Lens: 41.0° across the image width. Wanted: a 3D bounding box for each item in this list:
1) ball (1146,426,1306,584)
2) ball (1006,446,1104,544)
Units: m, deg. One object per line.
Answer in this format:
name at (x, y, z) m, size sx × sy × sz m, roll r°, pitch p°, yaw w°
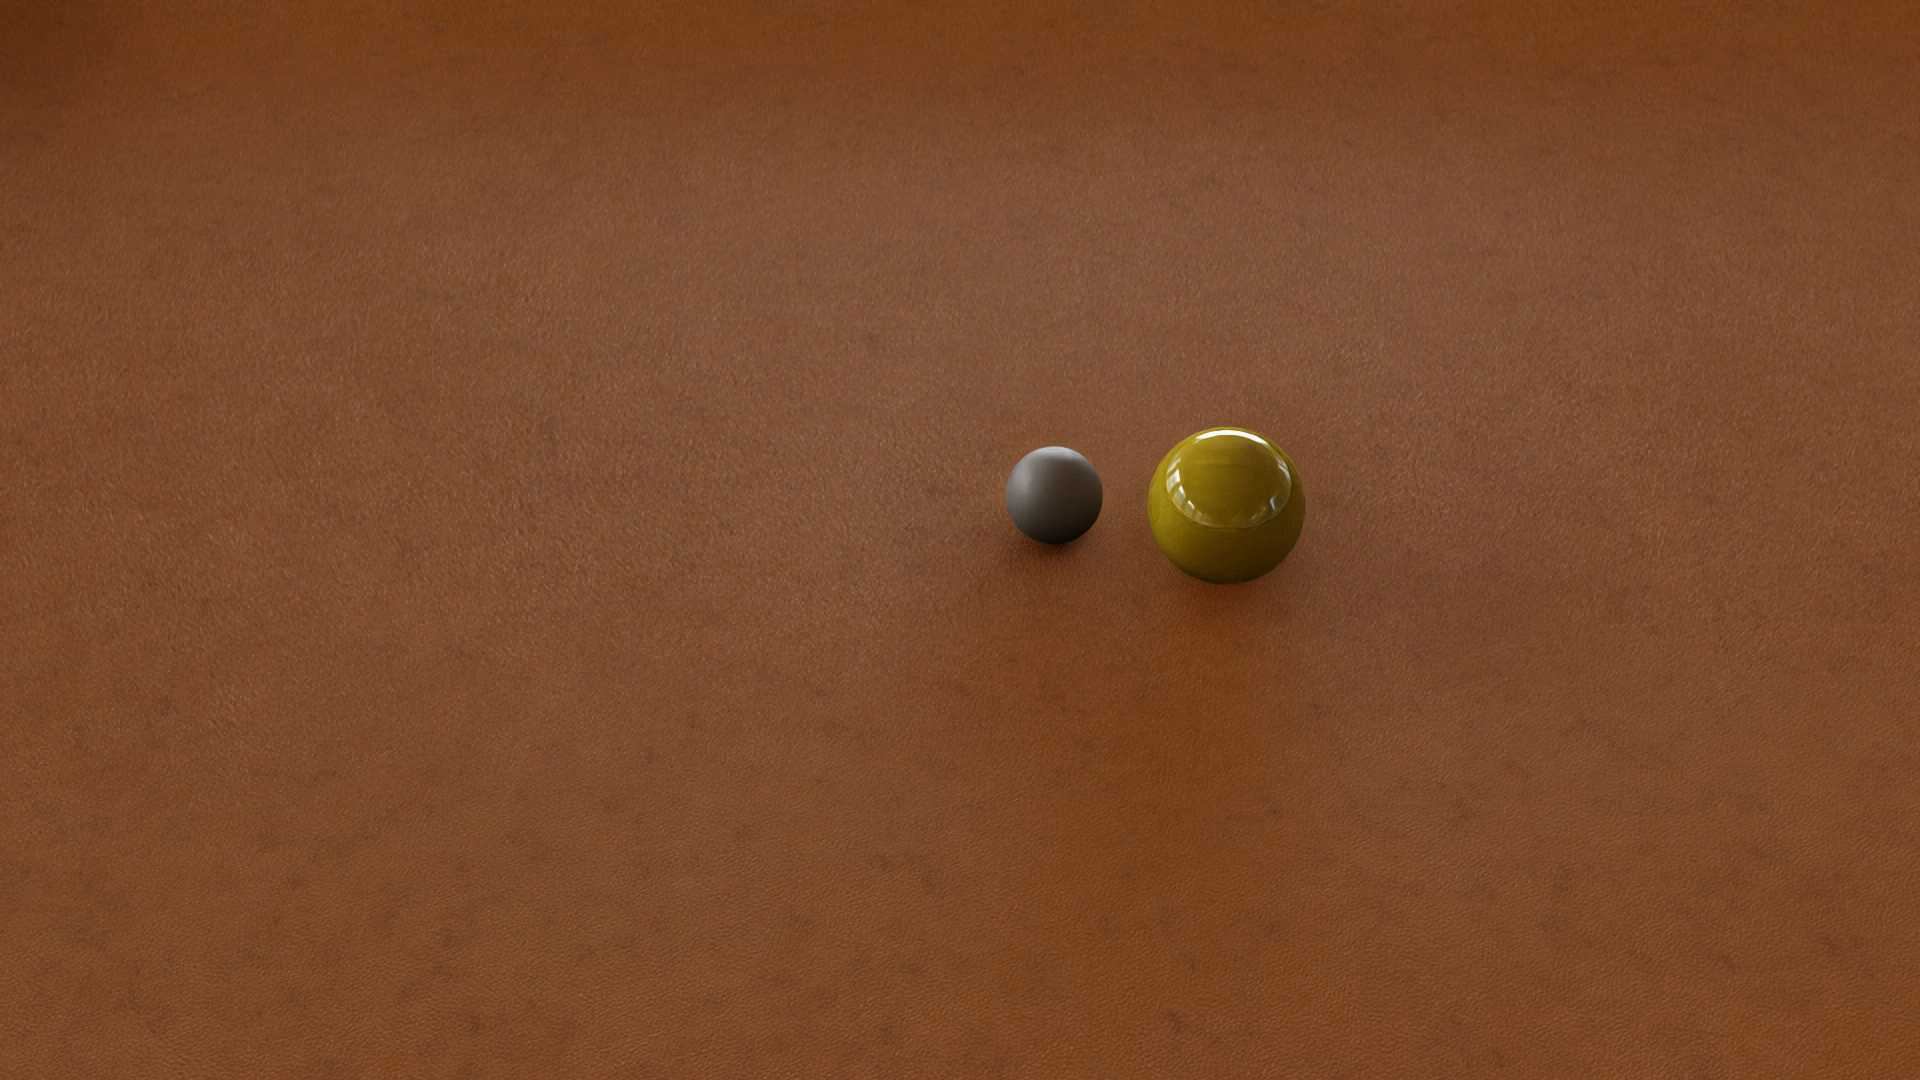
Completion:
ball at (0.162, -0.021, 1.559) m, size 0.096 × 0.096 × 0.096 m, roll 0°, pitch 37°, yaw 0°
ball at (0.059, -0.028, 1.598) m, size 0.061 × 0.061 × 0.061 m, roll 0°, pitch 37°, yaw 0°
